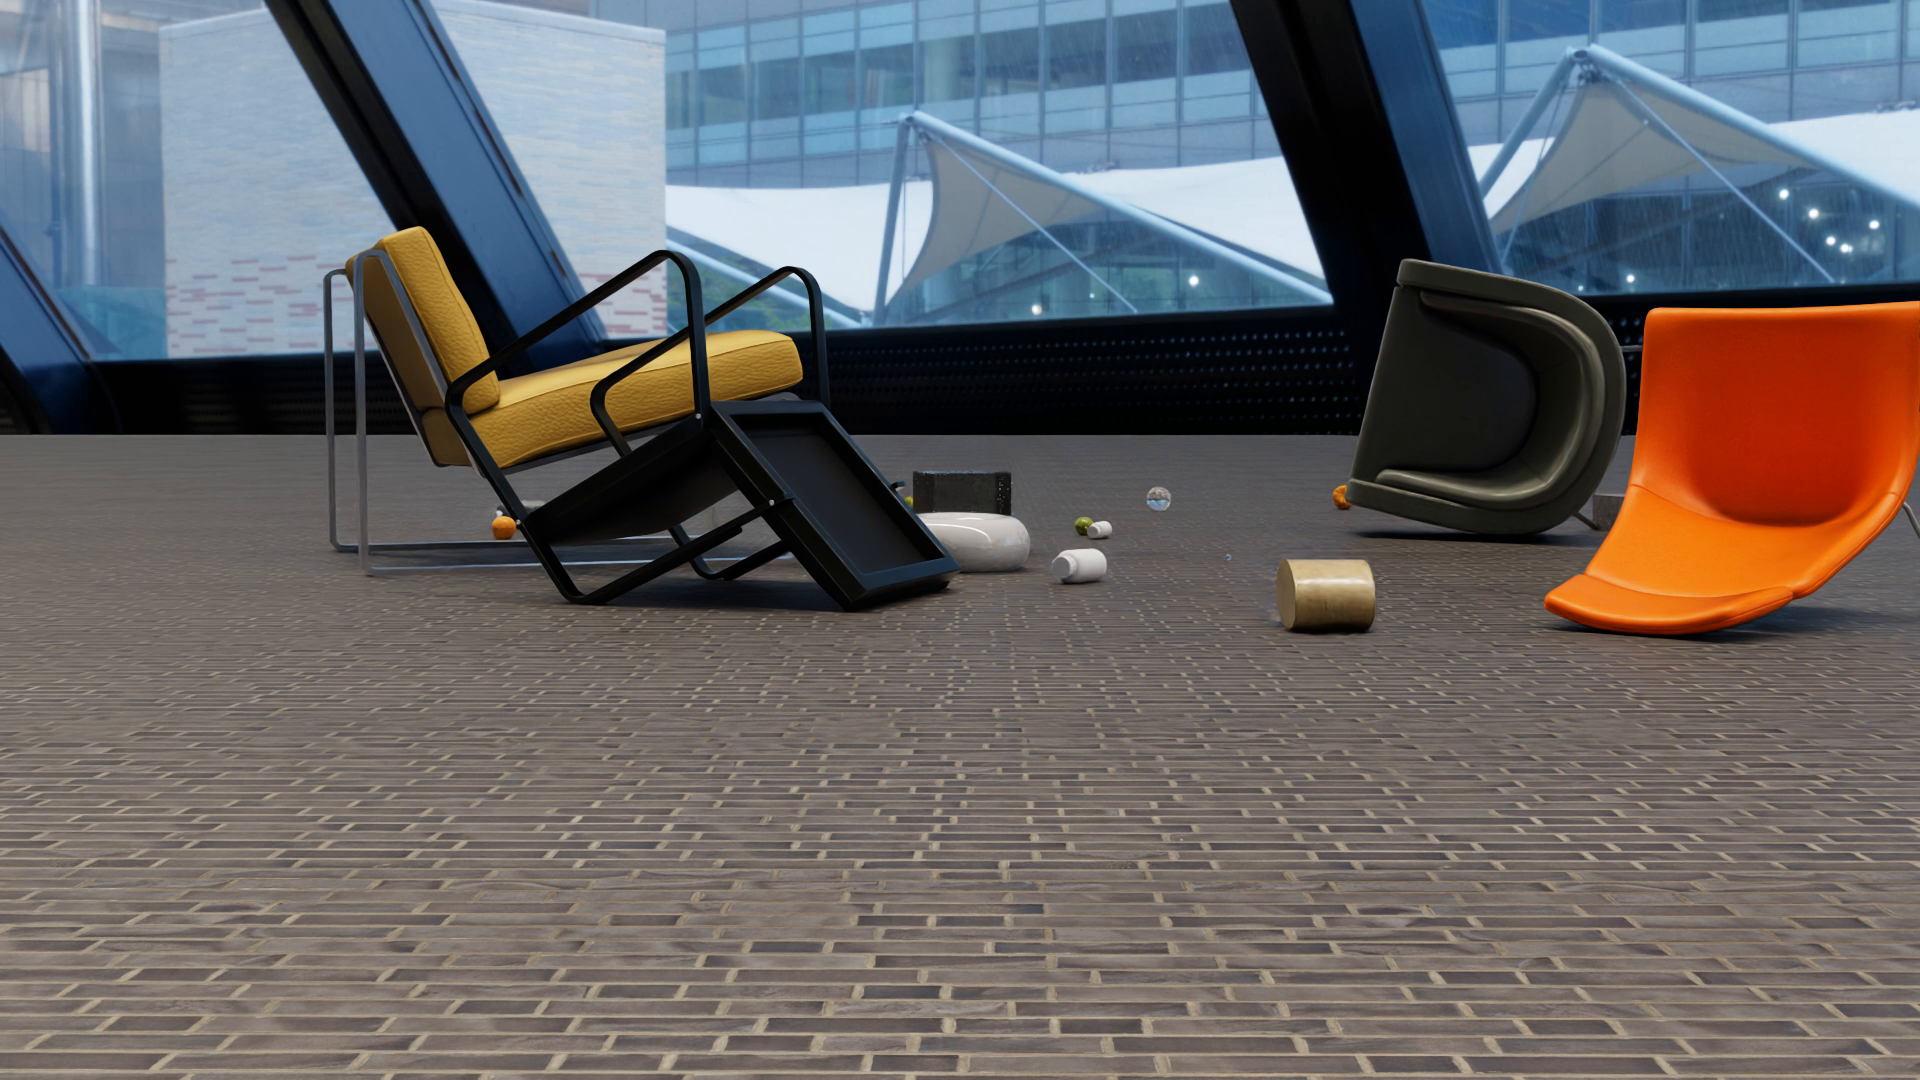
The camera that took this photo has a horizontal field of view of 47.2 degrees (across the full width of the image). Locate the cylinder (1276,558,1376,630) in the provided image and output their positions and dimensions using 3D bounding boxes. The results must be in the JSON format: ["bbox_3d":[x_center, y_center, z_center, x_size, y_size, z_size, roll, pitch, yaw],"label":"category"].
[{"bbox_3d":[0.684,0.102,4.119,0.148,0.128,0.180,0,15,-3],"label":"cylinder"}]

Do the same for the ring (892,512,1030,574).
[{"bbox_3d":[0.002,0.007,5.477,0.348,0.135,0.345,2,5,17],"label":"ring"}]

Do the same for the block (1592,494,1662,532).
[{"bbox_3d":[2.115,-0.086,6.978,0.150,0.112,0.153,-1,4,-15],"label":"block"}]

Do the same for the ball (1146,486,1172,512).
[{"bbox_3d":[0.731,-0.151,8.083,0.092,0.092,0.092,0,4,0],"label":"ball"}]

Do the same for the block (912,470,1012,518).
[{"bbox_3d":[0.004,-0.075,6.016,0.218,0.220,0.180,-2,4,-22],"label":"block"}]
